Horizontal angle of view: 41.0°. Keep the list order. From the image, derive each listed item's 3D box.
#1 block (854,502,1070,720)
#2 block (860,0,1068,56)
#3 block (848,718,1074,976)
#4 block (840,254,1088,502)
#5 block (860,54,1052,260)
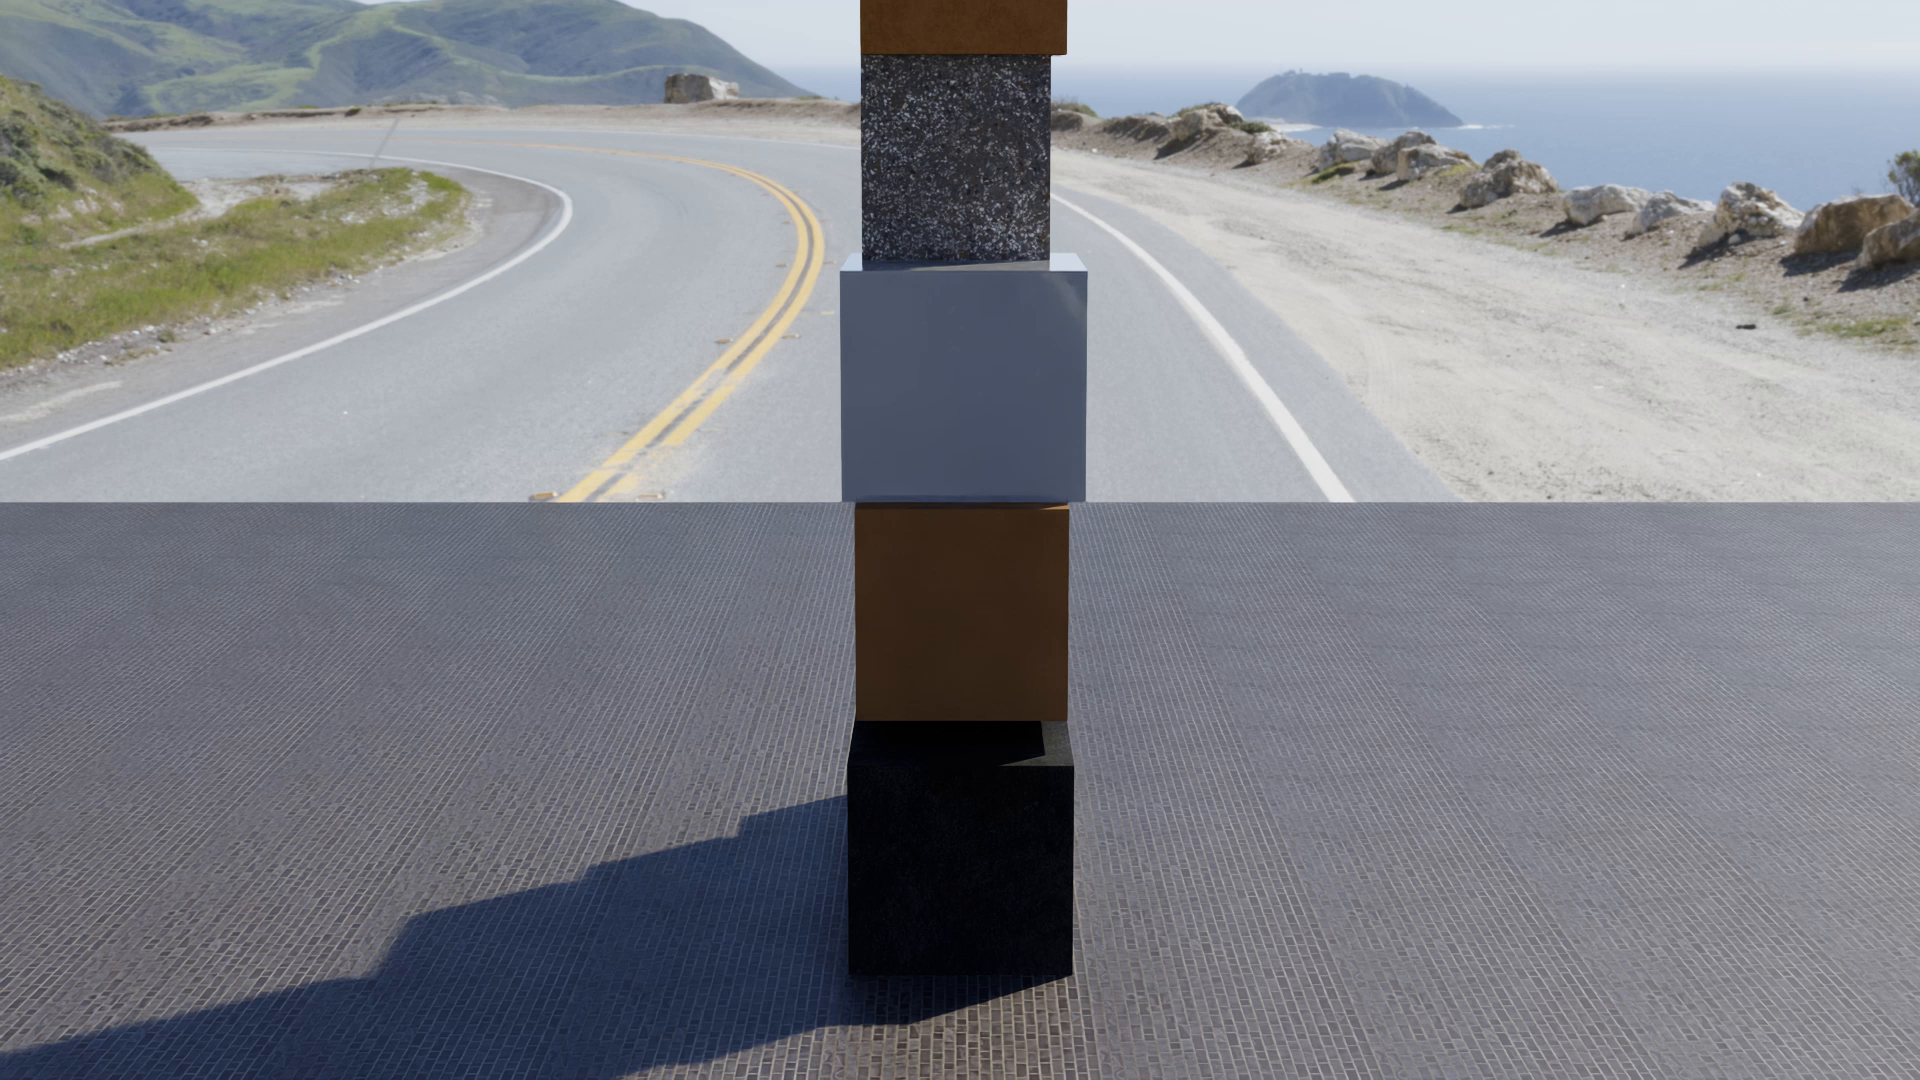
[{"bbox_3d":[0.007,0.228,10.485,0.839,0.851,0.789,0,10,0],"label":"block"},{"bbox_3d":[0.015,-2.424,10.750,0.840,0.775,0.793,0,10,0],"label":"block"},{"bbox_3d":[0.003,1.219,10.474,0.883,0.854,0.875,0,10,0],"label":"block"},{"bbox_3d":[0.014,-0.695,10.622,0.967,0.914,1.069,0,10,0],"label":"block"},{"bbox_3d":[-0.017,-1.631,10.890,0.778,0.836,0.694,0,10,0],"label":"block"}]
